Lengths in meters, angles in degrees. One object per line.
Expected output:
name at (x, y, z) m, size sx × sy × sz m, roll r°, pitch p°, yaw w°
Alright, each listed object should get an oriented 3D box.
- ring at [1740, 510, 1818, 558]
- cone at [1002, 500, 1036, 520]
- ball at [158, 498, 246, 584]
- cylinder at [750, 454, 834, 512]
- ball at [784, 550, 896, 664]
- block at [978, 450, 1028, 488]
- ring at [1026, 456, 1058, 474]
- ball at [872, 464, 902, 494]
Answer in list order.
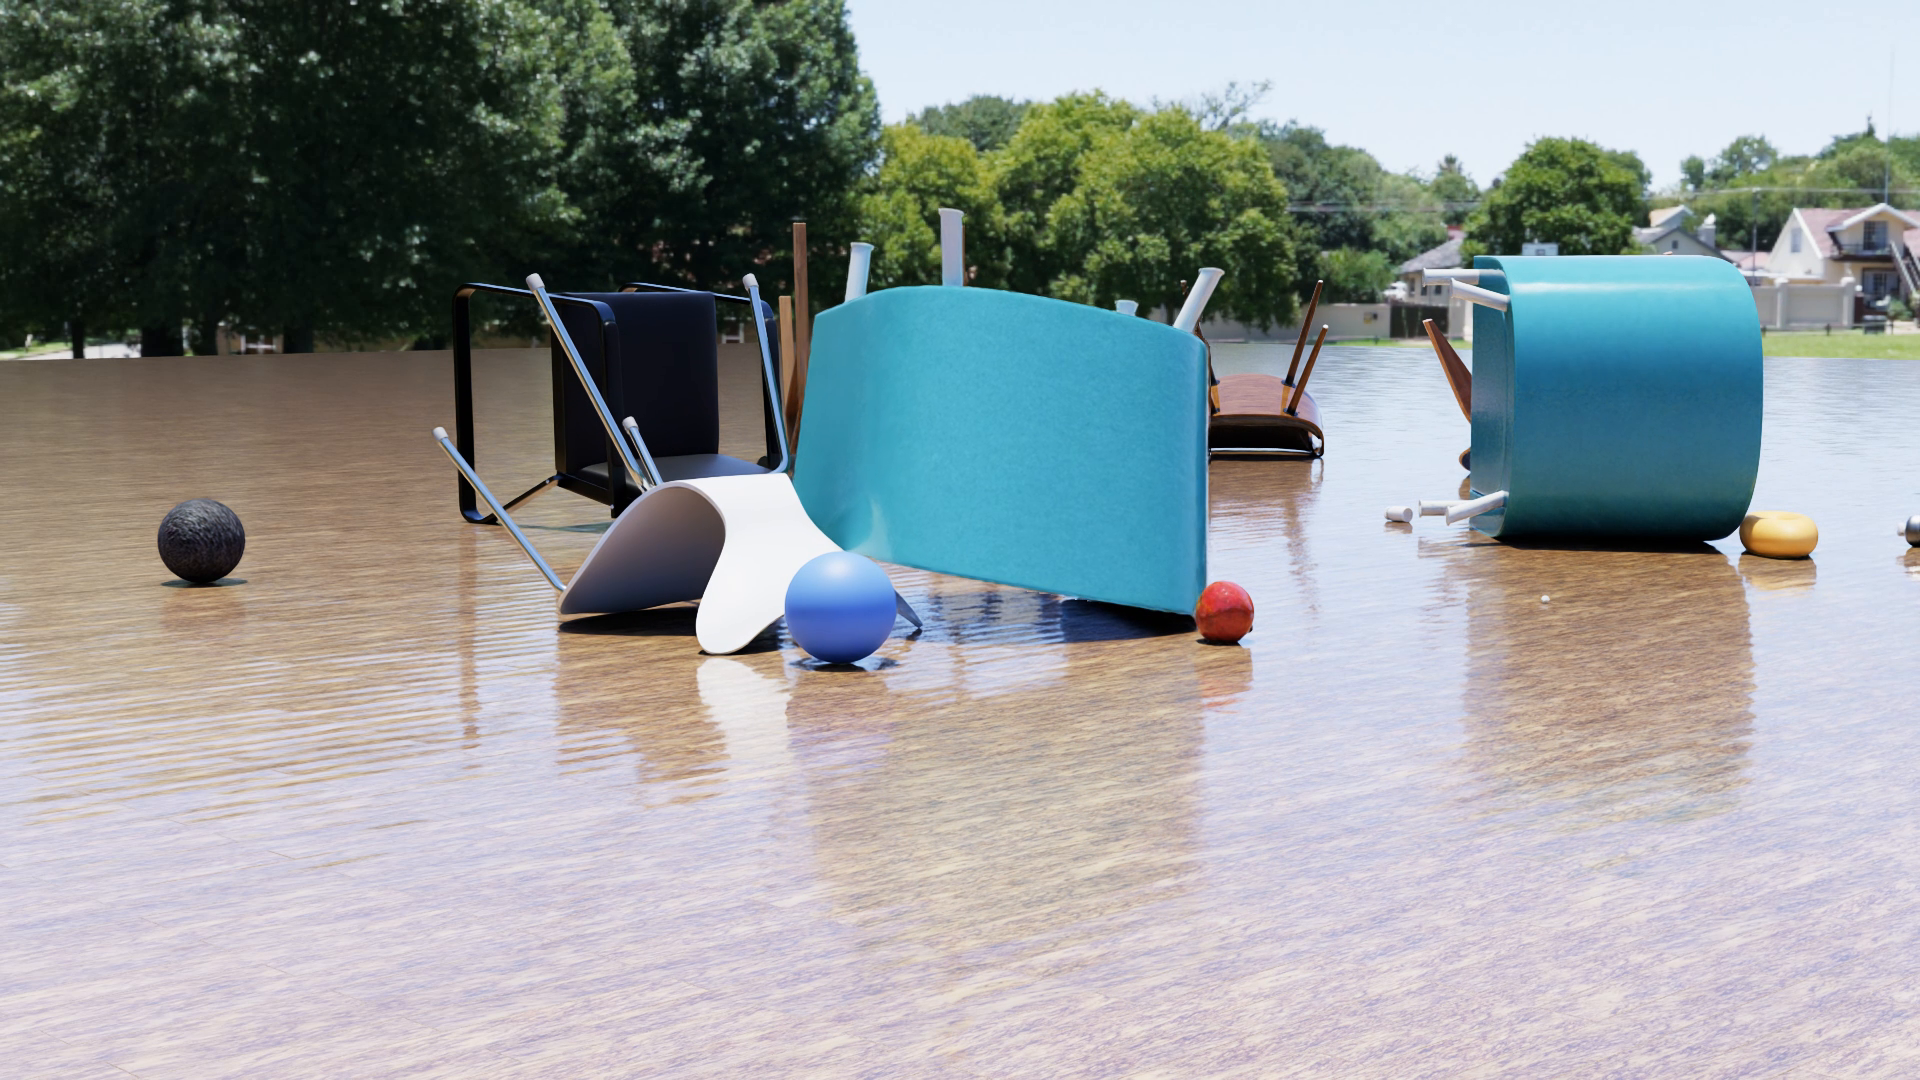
ring at (1.956, -0.015, 6.135) m, size 0.171 × 0.089 × 0.387 m, roll -1°, pitch 5°, yaw 7°
cone at (0.164, -0.074, 6.996) m, size 0.094 × 0.057 × 0.114 m, roll -5°, pitch -9°, yaw 4°
ball at (-1.630, 0.002, 5.514) m, size 0.182 × 0.182 × 0.182 m, roll 0°, pitch 6°, yaw 0°
cylinder at (-0.470, -0.159, 7.169) m, size 0.188 × 0.179 × 0.116 m, roll -3°, pitch 41°, yaw -30°
ball at (-0.203, 0.114, 4.366) m, size 0.192 × 0.192 × 0.192 m, roll 0°, pitch 6°, yaw 0°
block at (0.133, -0.221, 7.969) m, size 0.101 × 0.097 × 0.122 m, roll 4°, pitch -5°, yaw 32°
ring at (0.259, -0.253, 8.599) m, size 0.137 × 0.055 × 0.124 m, roll -1°, pitch 7°, yaw -20°
ball at (-0.220, -0.184, 7.771) m, size 0.088 × 0.088 × 0.088 m, roll 0°, pitch 6°, yaw 0°
